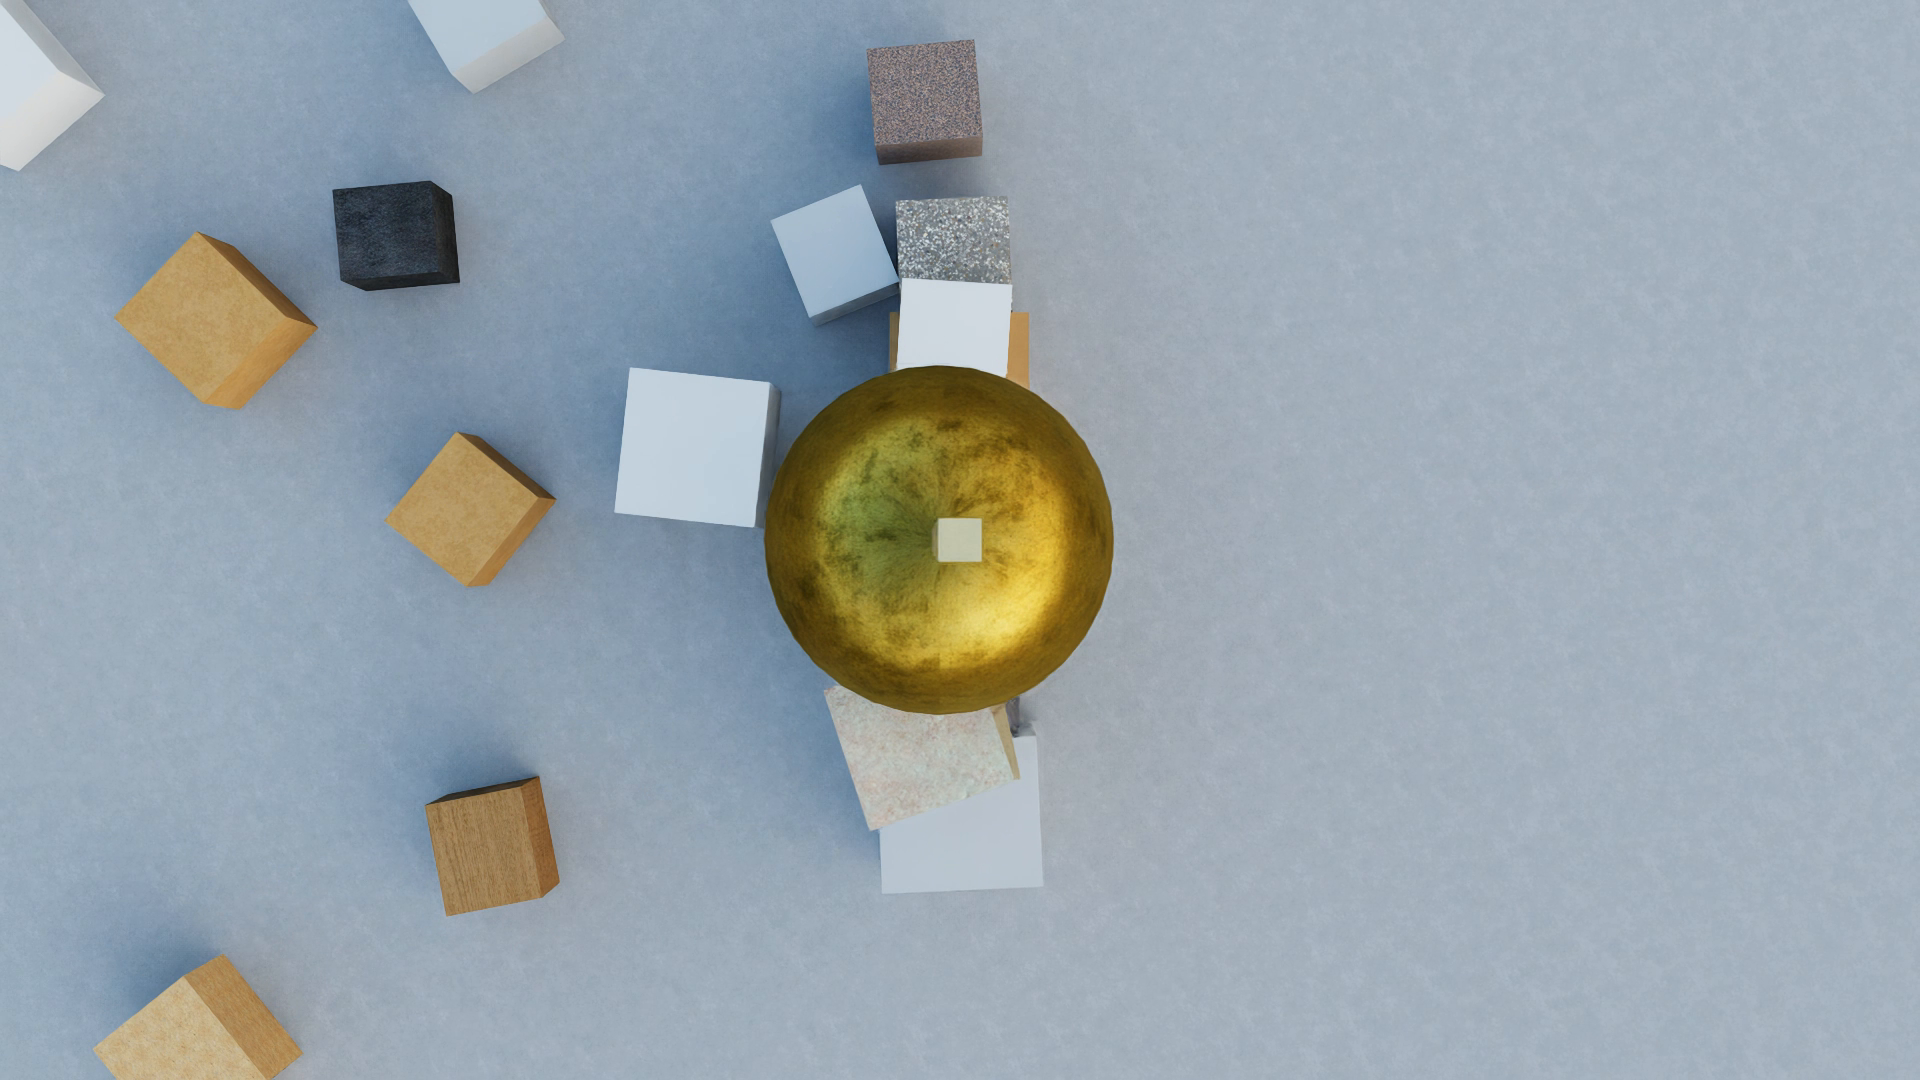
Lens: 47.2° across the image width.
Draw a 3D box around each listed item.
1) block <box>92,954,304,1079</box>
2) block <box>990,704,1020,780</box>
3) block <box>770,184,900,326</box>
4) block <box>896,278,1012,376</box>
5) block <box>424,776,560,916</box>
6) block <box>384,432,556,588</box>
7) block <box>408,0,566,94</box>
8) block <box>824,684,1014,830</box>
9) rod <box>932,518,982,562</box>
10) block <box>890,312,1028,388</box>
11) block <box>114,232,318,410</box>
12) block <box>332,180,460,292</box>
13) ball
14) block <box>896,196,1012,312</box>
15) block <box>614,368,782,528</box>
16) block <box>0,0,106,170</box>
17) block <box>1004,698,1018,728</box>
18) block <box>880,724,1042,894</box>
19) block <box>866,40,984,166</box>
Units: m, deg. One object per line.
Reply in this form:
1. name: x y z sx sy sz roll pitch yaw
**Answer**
1. block: -4.371 2.943 12.662 0.652 0.676 0.758 -39 90 0
2. block: -0.092 0.989 11.851 0.684 0.693 0.726 -12 86 -1
3. block: -0.709 -1.639 12.731 0.551 0.538 0.592 -22 90 0
4. block: -0.032 -1.089 11.929 0.584 0.502 0.569 4 90 0
5. block: -2.697 1.763 12.721 0.553 0.557 0.641 -11 90 0
6. block: -2.818 -0.174 12.712 0.597 0.575 0.649 39 90 0
7. block: -2.769 -3.077 12.711 0.636 0.577 0.653 -31 90 0
8. block: -0.216 0.980 11.049 0.738 0.877 0.713 -18 86 -4
9. rod: -0.041 0.000 6.635 0.080 5.200 0.080 0 90 -1
10. block: -0.005 -0.834 12.590 0.771 0.821 0.854 0 90 0
11. block: -4.276 -1.254 12.684 0.697 0.631 0.674 44 90 0
12. block: -3.257 -1.754 12.733 0.559 0.535 0.518 -5 90 0
13. ball: -0.094 0.000 10.035 1.600 1.600 1.600 0 90 0
14. block: -0.033 -1.603 12.691 0.632 0.619 0.642 -3 90 0
15. block: -1.483 -0.512 12.587 0.779 0.826 0.808 6 90 0
16. block: -5.559 -2.692 12.663 0.684 0.673 0.763 -41 90 0
17. block: 0.009 0.706 12.713 0.647 0.574 0.718 0 90 0
18. block: -0.004 1.524 12.595 0.892 0.809 0.834 -3 90 0
19. block: -0.198 -2.515 12.679 0.610 0.642 0.546 -5 90 0
